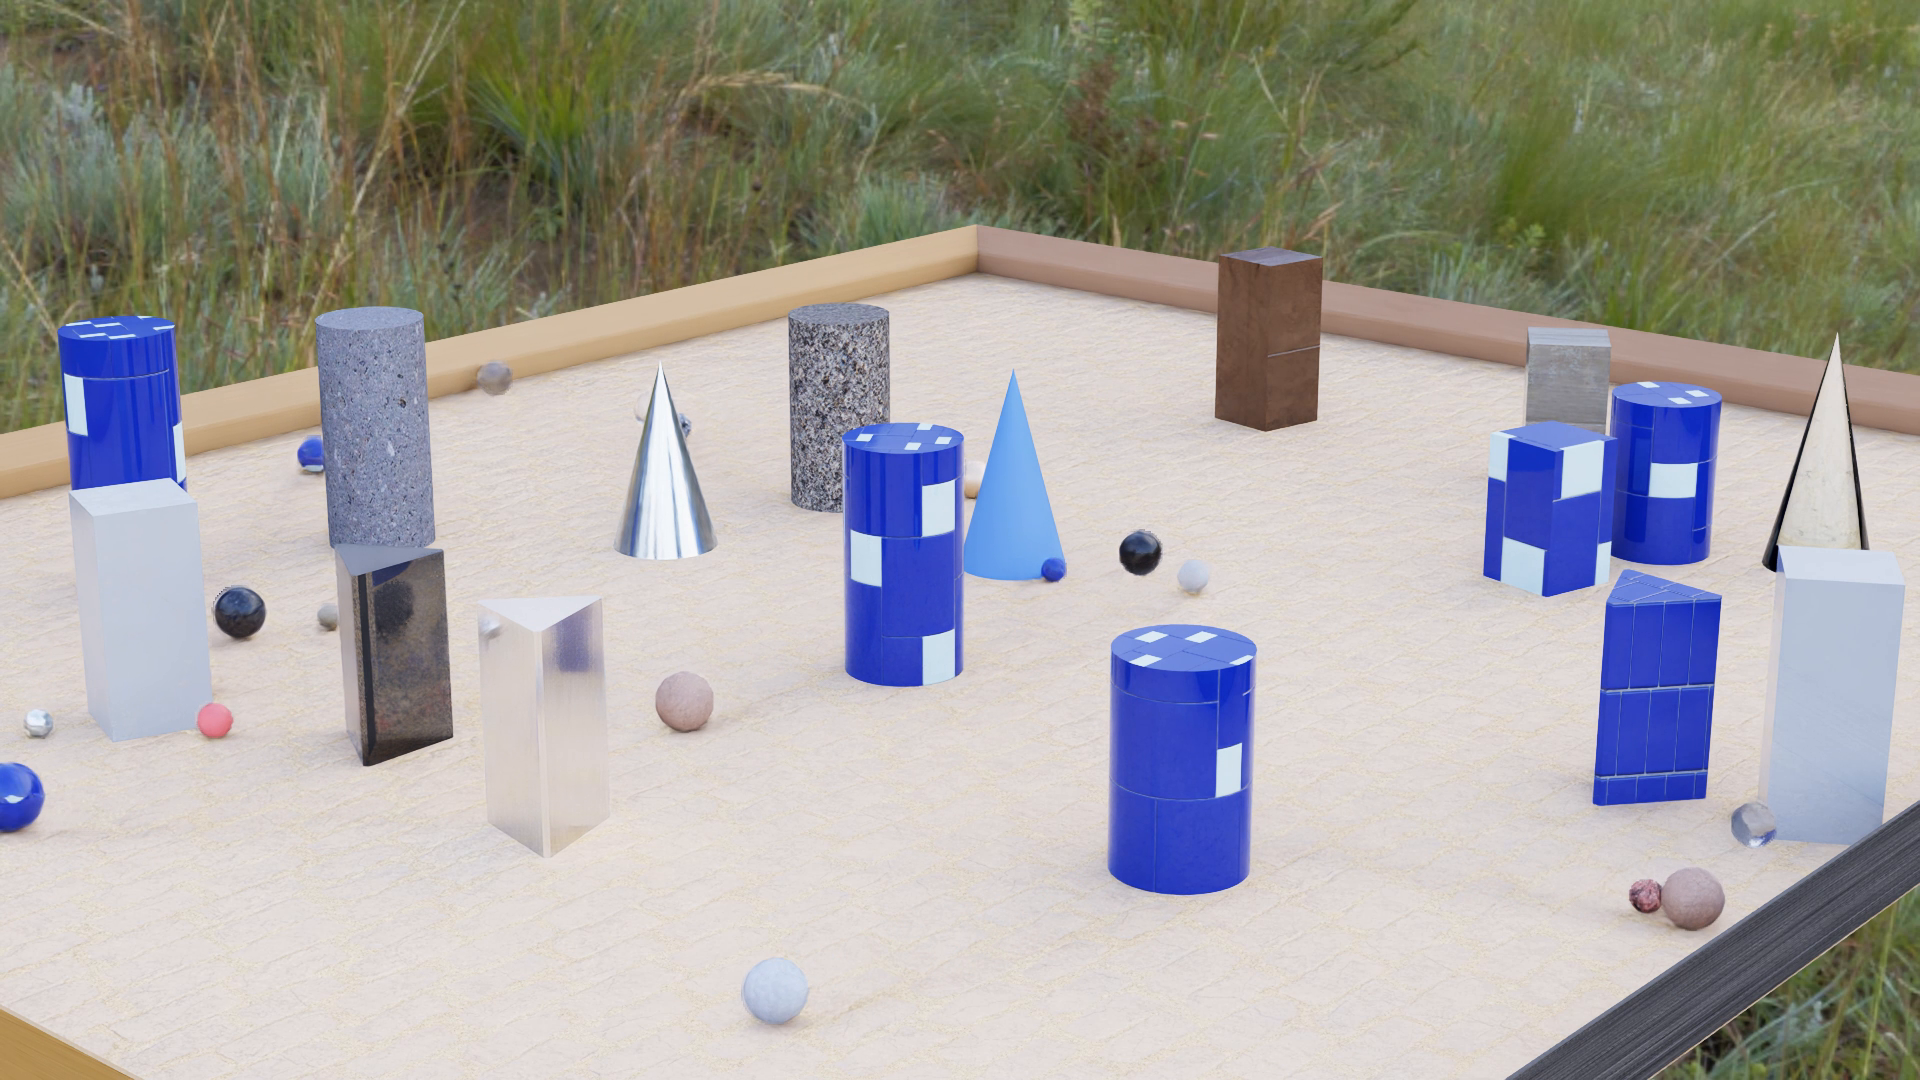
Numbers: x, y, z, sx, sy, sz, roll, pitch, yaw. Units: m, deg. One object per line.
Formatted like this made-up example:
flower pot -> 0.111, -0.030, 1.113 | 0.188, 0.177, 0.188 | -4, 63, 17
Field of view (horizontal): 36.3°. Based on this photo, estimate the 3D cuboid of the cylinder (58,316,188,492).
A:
cylinder -> -1.446, -0.138, 5.091 | 0.194, 0.470, 0.194 | 0, 17, 0

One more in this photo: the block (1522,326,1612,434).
block -> 1.198, -0.262, 5.812 | 0.155, 0.290, 0.155 | 3, 17, 9

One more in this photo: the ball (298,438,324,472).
ball -> -1.295, -0.171, 5.890 | 0.071, 0.071, 0.071 | 0, 17, 0

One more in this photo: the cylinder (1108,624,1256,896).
cylinder -> 0.297, 0.292, 3.934 | 0.194, 0.314, 0.194 | 0, 17, 0

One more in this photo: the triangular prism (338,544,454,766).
triangular prism -> -0.880, 0.161, 4.399 | 0.146, 0.296, 0.168 | 14, 22, 38

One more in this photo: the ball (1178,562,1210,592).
ball -> 0.410, 0.065, 5.136 | 0.056, 0.056, 0.056 | 0, 17, 0

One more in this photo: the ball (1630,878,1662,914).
ball -> 0.897, 0.465, 3.829 | 0.045, 0.045, 0.045 | 0, 17, 0

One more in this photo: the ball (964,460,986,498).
ball -> 0.030, -0.119, 5.714 | 0.073, 0.073, 0.073 | 0, 17, 0

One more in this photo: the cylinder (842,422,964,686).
cylinder -> -0.090, 0.022, 4.708 | 0.194, 0.385, 0.194 | 0, 17, 0

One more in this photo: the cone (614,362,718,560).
cone -> -0.544, -0.159, 5.372 | 0.194, 0.349, 0.194 | 0, 17, 0

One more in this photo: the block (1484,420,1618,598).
block -> 1.042, -0.057, 5.180 | 0.155, 0.263, 0.155 | -12, 20, -34

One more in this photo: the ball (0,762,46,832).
ball -> -1.328, 0.358, 4.091 | 0.097, 0.097, 0.097 | 0, 17, 0

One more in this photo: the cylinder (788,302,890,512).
cylinder -> -0.232, -0.256, 5.658 | 0.194, 0.369, 0.194 | 0, 17, 0

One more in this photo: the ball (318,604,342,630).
ball -> -1.063, 0.129, 4.945 | 0.042, 0.042, 0.042 | 0, 17, 0

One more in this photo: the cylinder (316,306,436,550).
cylinder -> -1.072, -0.201, 5.383 | 0.194, 0.422, 0.194 | 0, 17, 0

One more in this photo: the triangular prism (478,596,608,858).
triangular prism -> -0.556, 0.247, 4.065 | 0.146, 0.326, 0.168 | -12, 21, -35

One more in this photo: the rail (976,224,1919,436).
rail -> 1.389, -0.430, 6.652 | 3.607, 0.126, 0.045 | 14, 22, 39

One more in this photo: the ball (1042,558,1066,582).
ball -> 0.166, 0.053, 5.196 | 0.043, 0.043, 0.043 | 0, 17, 0

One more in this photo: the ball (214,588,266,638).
ball -> -1.202, 0.121, 4.897 | 0.085, 0.085, 0.085 | 0, 17, 0

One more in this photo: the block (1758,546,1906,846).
block -> 1.207, 0.216, 4.075 | 0.155, 0.380, 0.155 | 3, 17, 11

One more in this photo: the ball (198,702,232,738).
ball -> -1.131, 0.274, 4.449 | 0.053, 0.053, 0.053 | 0, 17, 0

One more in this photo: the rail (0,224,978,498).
rail -> -1.344, -0.305, 6.237 | 0.045, 0.126, 4.284 | 14, 22, 39

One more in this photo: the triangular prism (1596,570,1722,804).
triangular prism -> 0.979, 0.208, 4.229 | 0.168, 0.304, 0.146 | -3, 17, -9

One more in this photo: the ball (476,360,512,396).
ball -> -1.034, -0.360, 6.509 | 0.076, 0.076, 0.076 | 0, 17, 0

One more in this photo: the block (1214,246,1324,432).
block -> 0.658, -0.430, 6.257 | 0.155, 0.356, 0.155 | -13, 21, -37

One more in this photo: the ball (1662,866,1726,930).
ball -> 0.945, 0.462, 3.779 | 0.080, 0.080, 0.080 | 0, 17, 0

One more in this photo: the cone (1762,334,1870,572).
cone -> 1.548, -0.161, 5.232 | 0.194, 0.431, 0.194 | 0, 17, 0

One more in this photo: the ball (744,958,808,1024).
ball -> -0.221, 0.541, 3.518 | 0.079, 0.079, 0.079 | 0, 17, 0

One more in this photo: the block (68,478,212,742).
block -> -1.250, 0.105, 4.481 | 0.155, 0.357, 0.155 | -9, 19, -28

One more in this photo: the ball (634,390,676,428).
ball -> -0.645, -0.273, 6.196 | 0.089, 0.089, 0.089 | 0, 17, 0

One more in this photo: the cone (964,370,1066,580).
cone -> 0.095, -0.130, 5.248 | 0.194, 0.364, 0.194 | 0, 17, 0

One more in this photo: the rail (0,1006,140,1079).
rail -> -1.389, 0.494, 3.589 | 3.607, 0.126, 0.045 | 14, 22, 39

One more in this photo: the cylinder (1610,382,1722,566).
cylinder -> 1.279, -0.123, 5.345 | 0.194, 0.294, 0.194 | 0, 17, 0

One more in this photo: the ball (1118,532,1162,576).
ball -> 0.321, 0.024, 5.232 | 0.077, 0.077, 0.077 | 0, 17, 0

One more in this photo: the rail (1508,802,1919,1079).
rail -> 1.344, 0.369, 4.003 | 0.045, 0.126, 4.284 | 14, 22, 39

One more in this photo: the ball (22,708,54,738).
ball -> -1.398, 0.278, 4.447 | 0.045, 0.045, 0.045 | 0, 17, 0

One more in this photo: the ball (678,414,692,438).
ball -> -0.590, -0.236, 6.131 | 0.058, 0.058, 0.058 | 0, 17, 0

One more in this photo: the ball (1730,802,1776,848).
ball -> 1.093, 0.393, 4.040 | 0.061, 0.061, 0.061 | 0, 17, 0

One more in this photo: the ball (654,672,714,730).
ball -> -0.420, 0.246, 4.474 | 0.090, 0.090, 0.090 | 0, 17, 0
